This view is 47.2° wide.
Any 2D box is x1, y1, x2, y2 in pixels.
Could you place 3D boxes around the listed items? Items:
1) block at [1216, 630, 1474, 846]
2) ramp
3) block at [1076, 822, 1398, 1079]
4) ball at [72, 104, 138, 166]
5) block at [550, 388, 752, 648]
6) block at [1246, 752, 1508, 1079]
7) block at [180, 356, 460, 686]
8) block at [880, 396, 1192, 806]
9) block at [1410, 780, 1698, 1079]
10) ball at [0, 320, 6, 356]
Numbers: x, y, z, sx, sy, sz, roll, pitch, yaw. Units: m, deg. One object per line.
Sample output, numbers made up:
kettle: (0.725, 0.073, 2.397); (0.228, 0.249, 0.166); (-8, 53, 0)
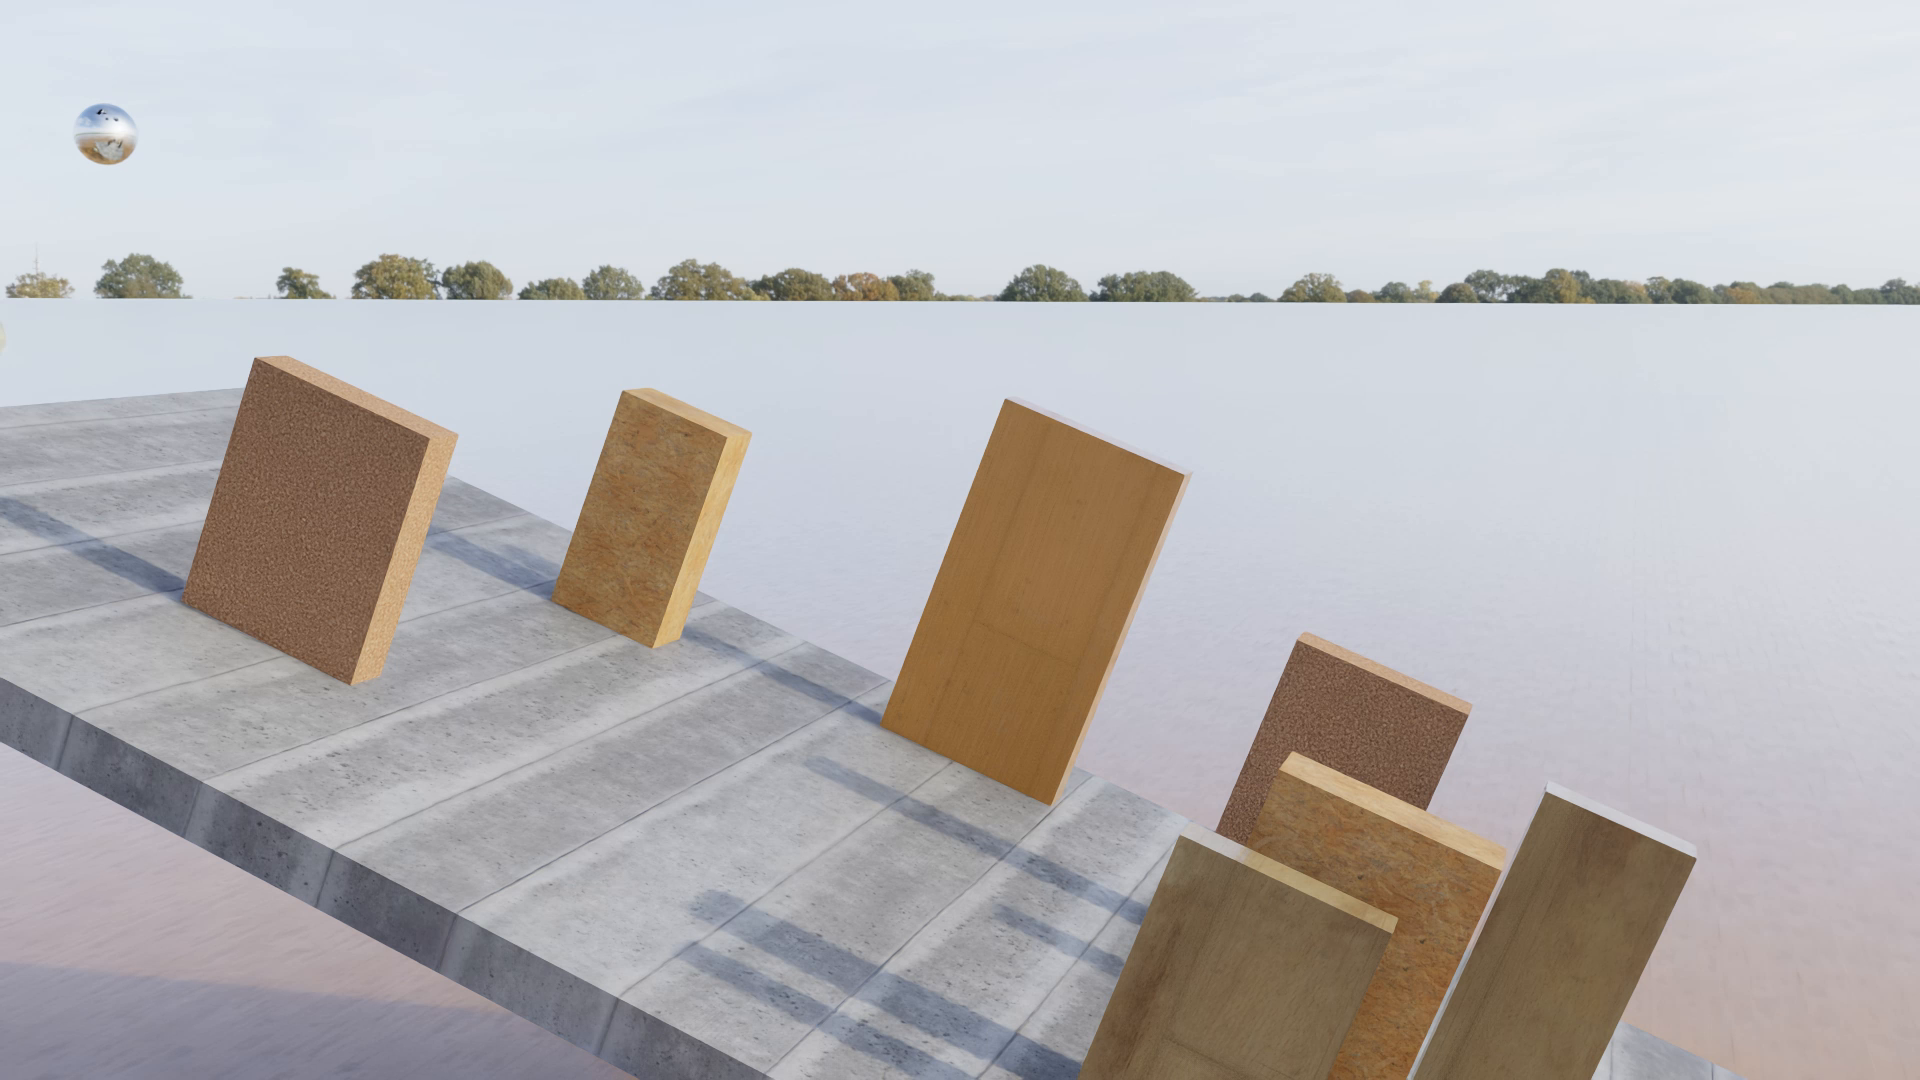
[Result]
block: (0.687, 0.539, 4.201); (0.342, 0.639, 0.107); (24, 13, 13)
ramp: (-0.314, 0.561, 4.199); (4.000, 0.100, 2.000); (24, 13, 13)
block: (0.385, 0.722, 3.231); (0.329, 0.518, 0.080); (24, 13, 13)
ball: (-1.880, -0.893, 4.839); (0.135, 0.135, 0.135); (0, 7, 0)
block: (-0.674, -0.050, 4.805); (0.261, 0.498, 0.141); (24, 13, 13)
block: (0.545, 0.689, 3.383); (0.353, 0.623, 0.134); (24, 13, 13)
block: (-1.166, -0.038, 3.997); (0.377, 0.483, 0.100); (24, 13, 13)
block: (0.158, 0.132, 4.740); (0.419, 0.778, 0.087); (24, 13, 13)
block: (1.017, 0.762, 3.817); (0.266, 0.631, 0.089); (24, 13, 13)
ball: (-2.095, -0.430, 4.656); (0.142, 0.142, 0.142); (0, 7, 0)
